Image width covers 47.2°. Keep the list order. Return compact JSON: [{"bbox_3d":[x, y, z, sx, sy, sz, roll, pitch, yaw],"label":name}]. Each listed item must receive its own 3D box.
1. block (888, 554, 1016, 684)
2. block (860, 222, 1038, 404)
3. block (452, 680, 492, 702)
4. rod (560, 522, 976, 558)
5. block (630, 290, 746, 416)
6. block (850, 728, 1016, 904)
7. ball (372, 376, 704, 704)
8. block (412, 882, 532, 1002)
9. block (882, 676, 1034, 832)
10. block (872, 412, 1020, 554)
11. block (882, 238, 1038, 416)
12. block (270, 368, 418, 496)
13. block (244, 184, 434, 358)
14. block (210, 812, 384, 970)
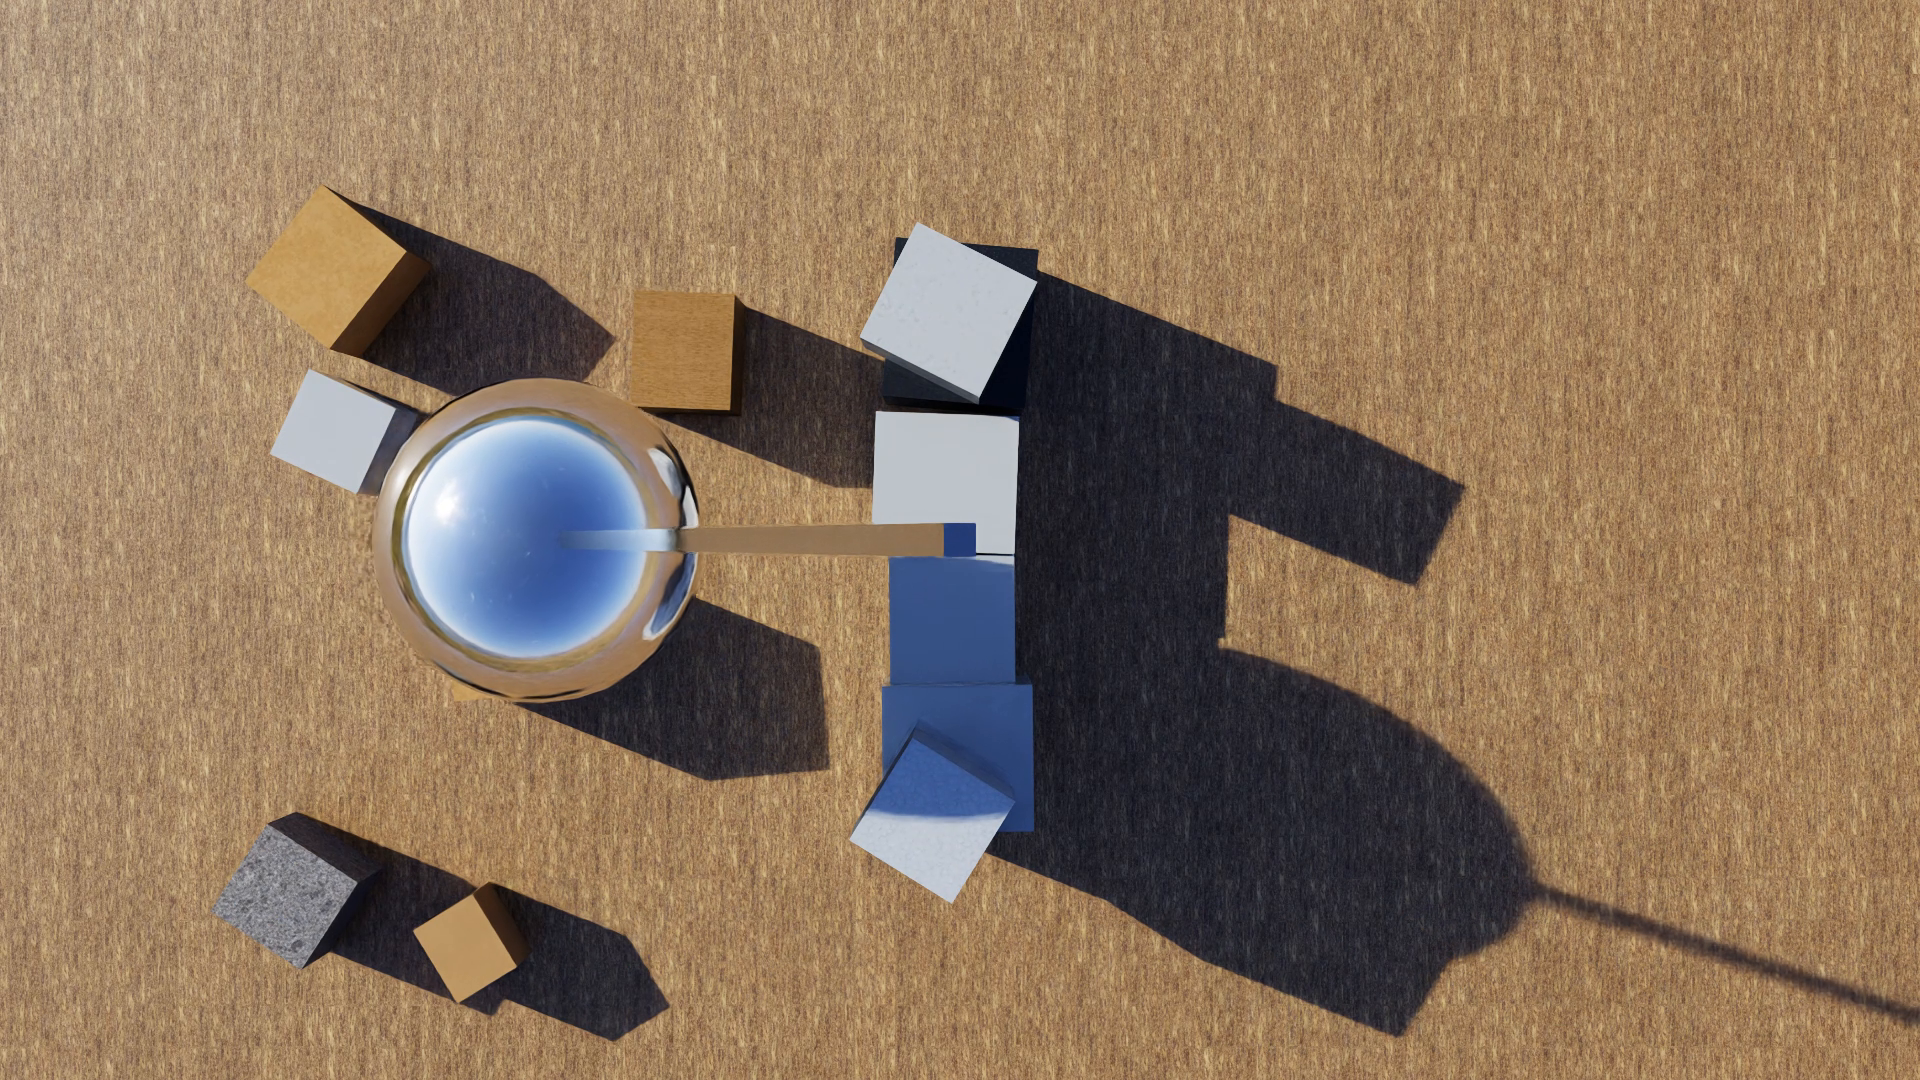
[{"bbox_3d":[-0.043,0.445,12.648,0.701,0.705,0.720,-1,90,0],"label":"block"},{"bbox_3d":[-0.061,-1.206,11.838,0.703,0.659,0.674,27,90,0],"label":"block"},{"bbox_3d":[-2.482,0.503,12.621,0.739,0.757,0.729,-5,90,0],"label":"block"},{"bbox_3d":[-0.891,0.000,7.587,0.080,5.200,0.080,0,90,-20],"label":"rod"},{"bbox_3d":[-1.561,-1.068,12.683,0.563,0.635,0.653,2,90,0],"label":"block"},{"bbox_3d":[-0.145,1.465,11.816,0.632,0.682,0.628,32,90,0],"label":"block"},{"bbox_3d":[-2.057,0.000,10.781,1.600,1.600,1.600,0,90,0],"label":"ball"},{"bbox_3d":[-2.821,2.330,12.765,0.399,0.469,0.487,-32,90,0],"label":"block"},{"bbox_3d":[-0.012,1.210,12.578,0.834,0.843,0.810,-1,90,0],"label":"block"},{"bbox_3d":[-0.083,-0.320,12.636,0.801,0.728,0.768,2,90,0],"label":"block"},{"bbox_3d":[0.002,-1.203,12.584,0.795,0.833,0.880,5,90,0],"label":"block"},{"bbox_3d":[-3.559,-0.616,12.739,0.544,0.523,0.532,25,90,0],"label":"block"},{"bbox_3d":[-3.571,-1.539,12.686,0.611,0.628,0.703,38,90,0],"label":"block"},{"bbox_3d":[-3.825,2.019,12.721,0.614,0.558,0.591,33,90,0],"label":"block"}]
